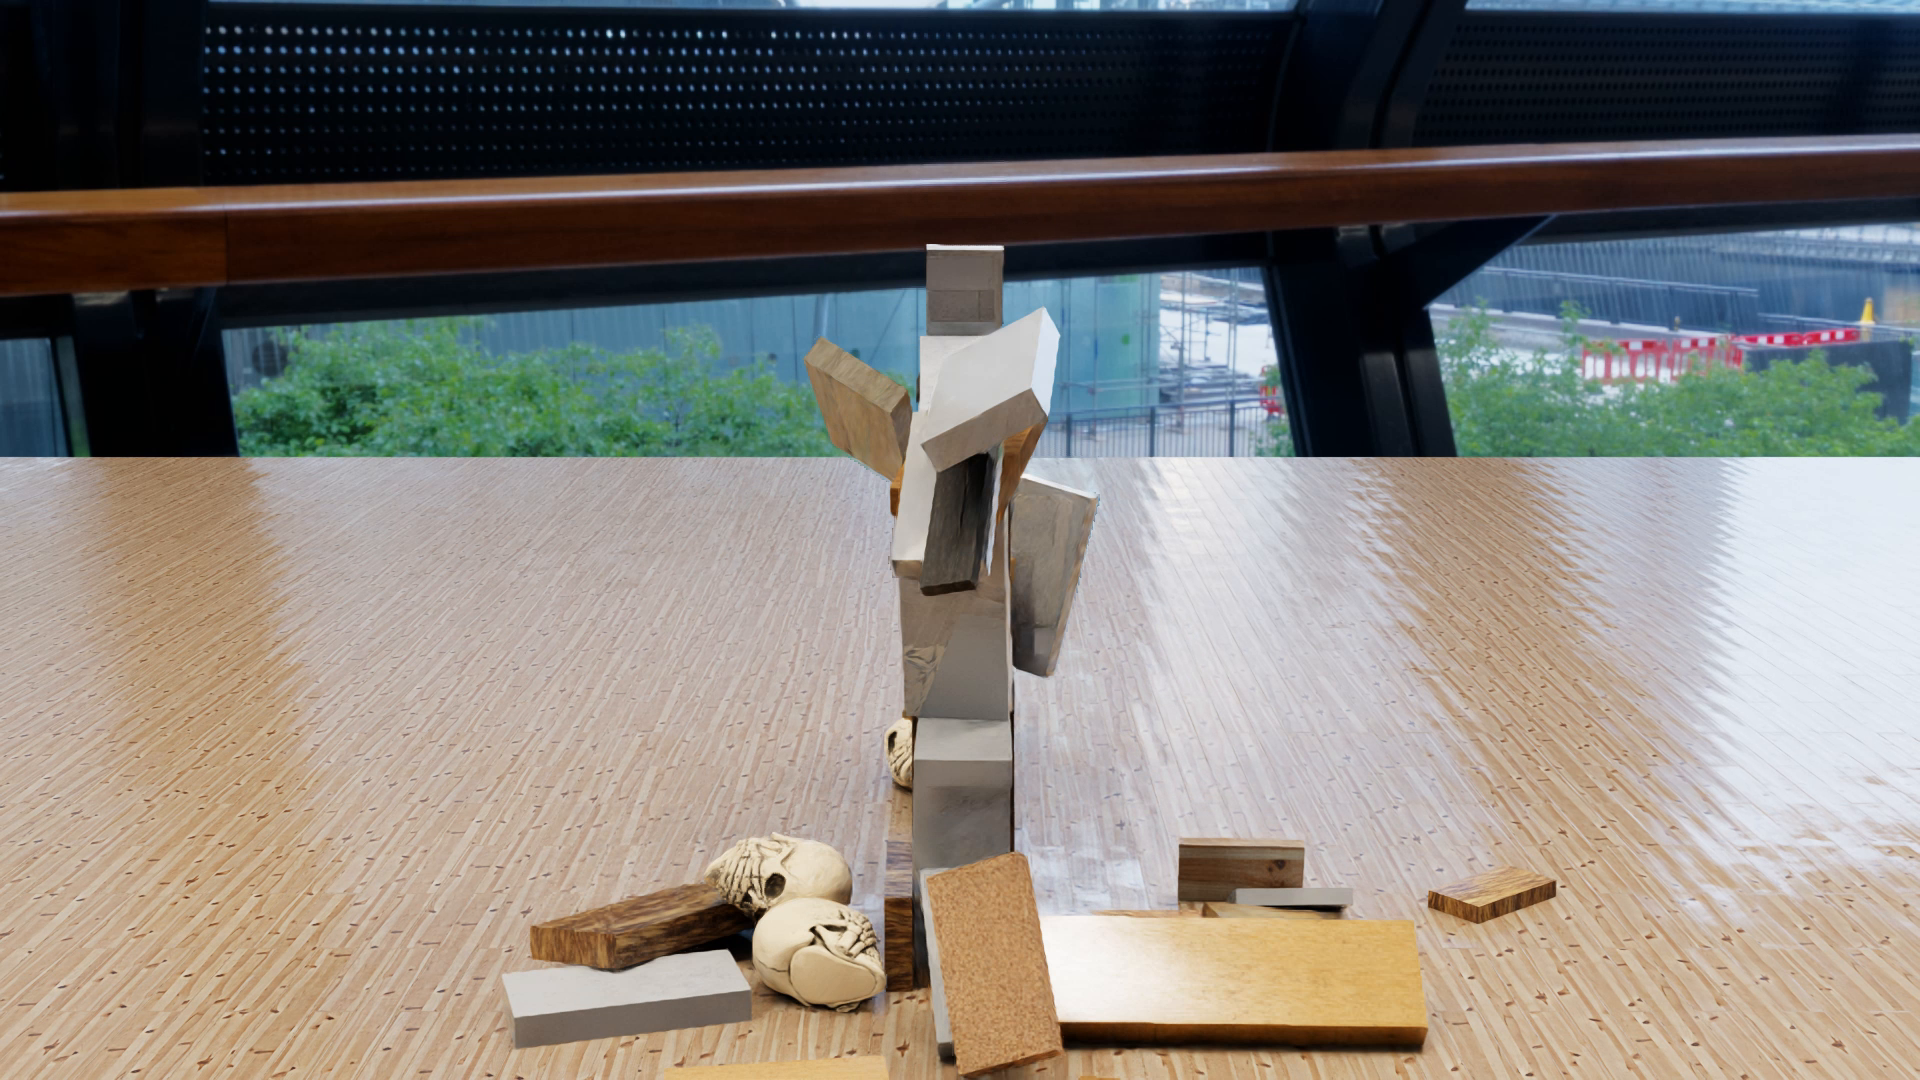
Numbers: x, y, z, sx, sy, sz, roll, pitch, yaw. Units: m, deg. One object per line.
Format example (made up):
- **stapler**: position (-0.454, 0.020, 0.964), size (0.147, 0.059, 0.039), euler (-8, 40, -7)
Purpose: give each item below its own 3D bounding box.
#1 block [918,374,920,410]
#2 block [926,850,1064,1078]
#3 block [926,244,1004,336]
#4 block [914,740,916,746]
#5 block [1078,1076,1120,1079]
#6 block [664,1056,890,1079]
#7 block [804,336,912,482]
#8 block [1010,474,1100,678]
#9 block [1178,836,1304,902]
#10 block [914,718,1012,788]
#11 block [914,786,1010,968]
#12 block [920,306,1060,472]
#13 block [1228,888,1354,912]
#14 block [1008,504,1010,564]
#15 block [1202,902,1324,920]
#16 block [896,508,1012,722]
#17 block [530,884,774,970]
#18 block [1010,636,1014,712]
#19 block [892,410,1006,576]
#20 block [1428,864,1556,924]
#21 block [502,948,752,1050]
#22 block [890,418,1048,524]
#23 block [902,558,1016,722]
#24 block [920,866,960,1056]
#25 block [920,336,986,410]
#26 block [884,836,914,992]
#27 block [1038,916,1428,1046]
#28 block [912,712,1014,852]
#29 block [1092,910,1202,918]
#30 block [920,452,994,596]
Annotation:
- **block**: position (-0.007, -0.231, 4.198), size (0.144, 0.041, 0.287), euler (0, -23, 0)
- **block**: position (0.046, 0.573, 2.974), size (0.138, 0.275, 0.039), euler (-19, -27, 17)
- **block**: position (0.007, -0.409, 4.136), size (0.142, 0.284, 0.040), euler (1, 20, -1)
- **block**: position (0.001, 0.468, 3.518), size (0.147, 0.293, 0.042), euler (0, 9, -4)
- **block**: position (0.283, 0.736, 2.770), size (0.290, 0.041, 0.145), euler (2, 11, 12)
- **block**: position (-0.235, 0.723, 2.840), size (0.290, 0.041, 0.145), euler (-2, 11, -8)
- **block**: position (-0.150, -0.198, 3.568), size (0.167, 0.047, 0.340), euler (32, -15, 15)
- **block**: position (0.124, 0.060, 3.920), size (0.167, 0.334, 0.047), euler (18, 12, 21)
- **block**: position (0.462, 0.544, 3.626), size (0.204, 0.102, 0.029), euler (1, 18, 4)
- **block**: position (0.006, 0.319, 3.394), size (0.147, 0.042, 0.293), euler (1, 10, 0)
- **block**: position (0.003, 0.502, 3.337), size (0.147, 0.293, 0.042), euler (0, 8, 1)
- **block**: position (0.048, -0.223, 3.195), size (0.176, 0.050, 0.352), euler (-26, 19, 16)
- **block**: position (0.531, 0.580, 3.542), size (0.187, 0.027, 0.094), euler (0, -16, -2)
- **block**: position (-0.002, 0.048, 3.609), size (0.165, 0.330, 0.047), euler (0, 31, 1)
- **block**: position (0.484, 0.602, 3.450), size (0.187, 0.027, 0.094), euler (7, 9, -15)
- **block**: position (-0.007, 0.104, 3.417), size (0.165, 0.376, 0.047), euler (2, 26, 9)
- **block**: position (-0.468, 0.590, 3.378), size (0.176, 0.050, 0.352), euler (-2, 2, 35)
- **block**: position (0.006, 0.221, 3.697), size (0.166, 0.047, 0.333), euler (0, 11, 0)
- **block**: position (-0.014, -0.071, 3.224), size (0.138, 0.039, 0.275), euler (0, 54, 10)
- **block**: position (0.879, 0.583, 3.628), size (0.204, 0.029, 0.102), euler (-8, 13, -38)
- **block**: position (-0.482, 0.659, 3.169), size (0.334, 0.047, 0.167), euler (-3, 11, -17)
- **block**: position (0.018, -0.134, 3.397), size (0.165, 0.047, 0.330), euler (5, 32, 14)
- **block**: position (-0.003, 0.178, 3.927), size (0.167, 0.335, 0.047), euler (15, 16, 31)
- **block**: position (0.024, 0.585, 3.086), size (0.138, 0.039, 0.275), euler (-5, 49, -3)
- **block**: position (-0.002, -0.261, 3.983), size (0.144, 0.041, 0.287), euler (0, 45, -1)
- **block**: position (-0.093, 0.570, 3.379), size (0.041, 0.145, 0.290), euler (0, 11, -1)
- **block**: position (0.326, 0.622, 3.111), size (0.642, 0.050, 0.176), euler (0, 45, 2)
- **block**: position (0.005, 0.429, 3.622), size (0.166, 0.333, 0.047), euler (0, 10, 0)
- **block**: position (0.306, 0.613, 3.472), size (0.187, 0.027, 0.094), euler (0, 11, -1)
- **block**: position (-0.004, -0.023, 3.123), size (0.078, 0.022, 0.224), euler (-9, 51, 22)
